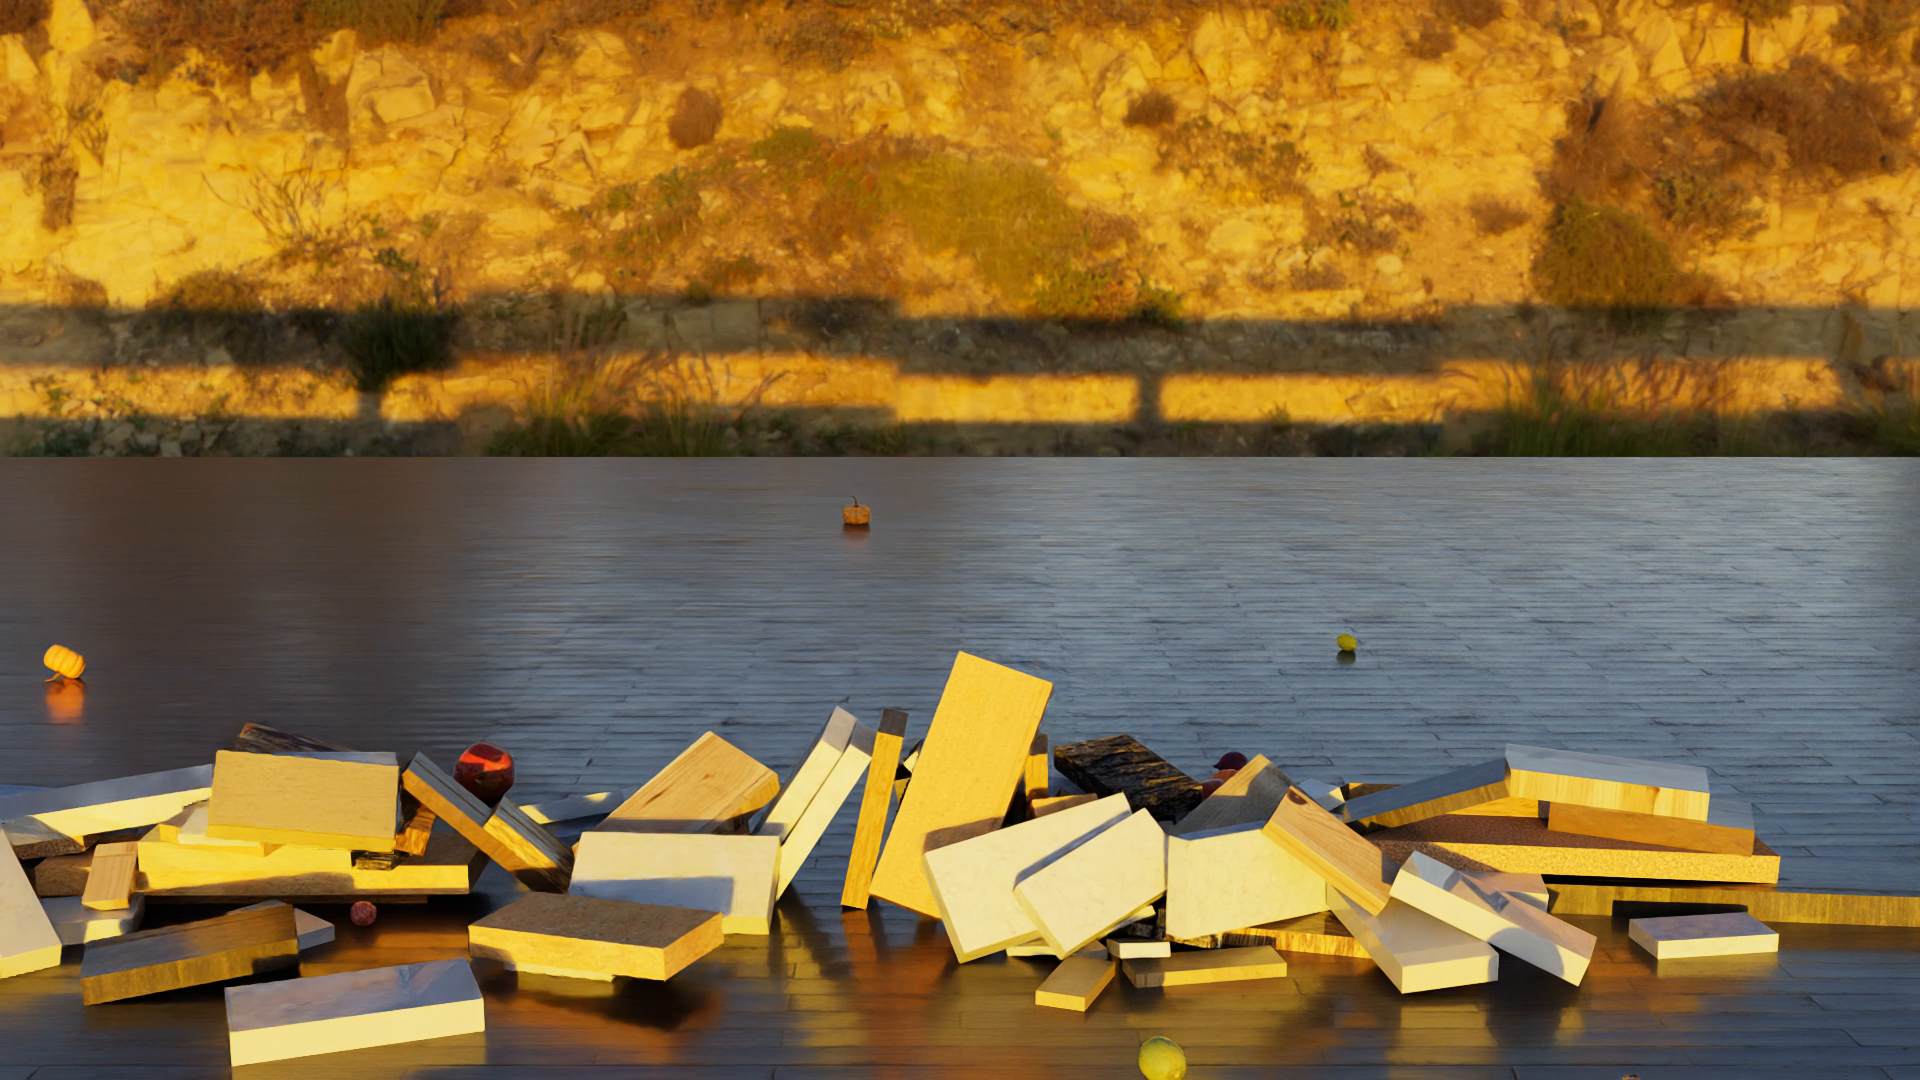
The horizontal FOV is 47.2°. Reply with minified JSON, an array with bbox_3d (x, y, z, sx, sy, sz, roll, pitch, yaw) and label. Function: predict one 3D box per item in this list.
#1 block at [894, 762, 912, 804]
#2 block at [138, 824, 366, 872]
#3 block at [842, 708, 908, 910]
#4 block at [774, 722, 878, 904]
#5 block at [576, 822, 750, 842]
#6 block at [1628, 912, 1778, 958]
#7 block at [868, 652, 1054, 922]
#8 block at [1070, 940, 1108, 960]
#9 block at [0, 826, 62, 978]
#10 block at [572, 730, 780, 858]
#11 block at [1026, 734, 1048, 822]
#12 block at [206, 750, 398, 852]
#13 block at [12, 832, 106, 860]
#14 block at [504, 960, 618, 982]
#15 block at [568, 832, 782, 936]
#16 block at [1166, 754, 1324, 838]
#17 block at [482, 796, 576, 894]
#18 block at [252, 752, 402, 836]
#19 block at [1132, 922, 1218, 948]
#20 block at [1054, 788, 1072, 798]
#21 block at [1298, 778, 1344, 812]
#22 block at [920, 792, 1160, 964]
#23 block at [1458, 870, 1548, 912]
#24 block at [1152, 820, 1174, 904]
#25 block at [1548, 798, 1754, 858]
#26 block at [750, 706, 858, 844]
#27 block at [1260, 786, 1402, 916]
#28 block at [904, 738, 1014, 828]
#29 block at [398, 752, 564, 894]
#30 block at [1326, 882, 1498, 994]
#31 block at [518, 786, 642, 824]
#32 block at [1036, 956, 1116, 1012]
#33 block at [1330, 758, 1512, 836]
[{"bbox_3d":[-0.068,0.483,3.646,0.031,0.217,0.108,-11,10,4],"label":"block"},{"bbox_3d":[-1.154,0.495,3.630,0.341,0.048,0.171,0,11,0],"label":"block"},{"bbox_3d":[-0.140,0.443,3.640,0.042,0.298,0.149,12,11,0],"label":"block"},{"bbox_3d":[-0.238,0.452,3.665,0.042,0.298,0.149,33,10,-4],"label":"block"},{"bbox_3d":[-0.515,0.517,3.804,0.278,0.039,0.139,-3,-14,-18],"label":"block"},{"bbox_3d":[1.162,0.618,3.440,0.198,0.028,0.099,-2,11,-9],"label":"block"},{"bbox_3d":[0.004,0.401,3.542,0.162,0.416,0.046,19,-15,9],"label":"block"},{"bbox_3d":[0.175,0.627,3.421,0.062,0.017,0.123,-4,11,-21],"label":"block"},{"bbox_3d":[-1.514,0.559,3.389,0.151,0.043,0.302,-10,39,-39],"label":"block"},{"bbox_3d":[-0.474,0.468,3.691,0.162,0.046,0.324,28,51,29],"label":"block"},{"bbox_3d":[0.129,0.462,3.659,0.036,0.254,0.127,-1,10,2],"label":"block"},{"bbox_3d":[-1.030,0.410,3.454,0.278,0.039,0.139,8,46,-18],"label":"block"},{"bbox_3d":[-1.545,0.503,3.667,0.200,0.028,0.100,-7,11,-2],"label":"block"},{"bbox_3d":[-0.596,0.636,3.352,0.176,0.025,0.088,3,11,14],"label":"block"},{"bbox_3d":[-0.459,0.551,3.535,0.324,0.046,0.162,1,43,4],"label":"block"},{"bbox_3d":[0.444,0.474,3.551,0.277,0.039,0.139,-35,64,-31],"label":"block"},{"bbox_3d":[-0.691,0.514,3.638,0.208,0.029,0.104,41,6,-9],"label":"block"},{"bbox_3d":[-1.041,0.405,3.513,0.278,0.039,0.139,2,47,-23],"label":"block"},{"bbox_3d":[0.331,0.609,3.388,0.123,0.017,0.062,8,-8,18],"label":"block"},{"bbox_3d":[0.264,0.510,3.645,0.254,0.036,0.127,32,11,-3],"label":"block"},{"bbox_3d":[0.532,0.461,3.669,0.198,0.028,0.099,-25,11,-16],"label":"block"},{"bbox_3d":[0.129,0.524,3.424,0.340,0.170,0.048,-15,-27,-18],"label":"block"},{"bbox_3d":[0.862,0.546,3.643,0.173,0.049,0.346,4,11,7],"label":"block"},{"bbox_3d":[0.227,0.524,3.528,0.254,0.127,0.036,-2,-30,-12],"label":"block"},{"bbox_3d":[1.151,0.462,3.670,0.320,0.045,0.160,6,11,16],"label":"block"},{"bbox_3d":[-0.280,0.432,3.712,0.042,0.298,0.149,33,19,-4],"label":"block"},{"bbox_3d":[0.577,0.480,3.405,0.215,0.030,0.108,36,35,8],"label":"block"},{"bbox_3d":[0.000,0.424,3.642,0.217,0.031,0.108,44,9,-1],"label":"block"},{"bbox_3d":[-0.781,0.476,3.622,0.329,0.029,0.104,41,5,-10],"label":"block"},{"bbox_3d":[0.687,0.594,3.361,0.150,0.043,0.301,-5,17,-11],"label":"block"},{"bbox_3d":[-0.705,0.489,3.999,0.253,0.036,0.126,-7,-7,-31],"label":"block"},{"bbox_3d":[0.172,0.656,3.257,0.075,0.021,0.149,4,11,21],"label":"block"},{"bbox_3d":[0.708,0.436,3.588,0.380,0.028,0.099,-19,11,20],"label":"block"}]
